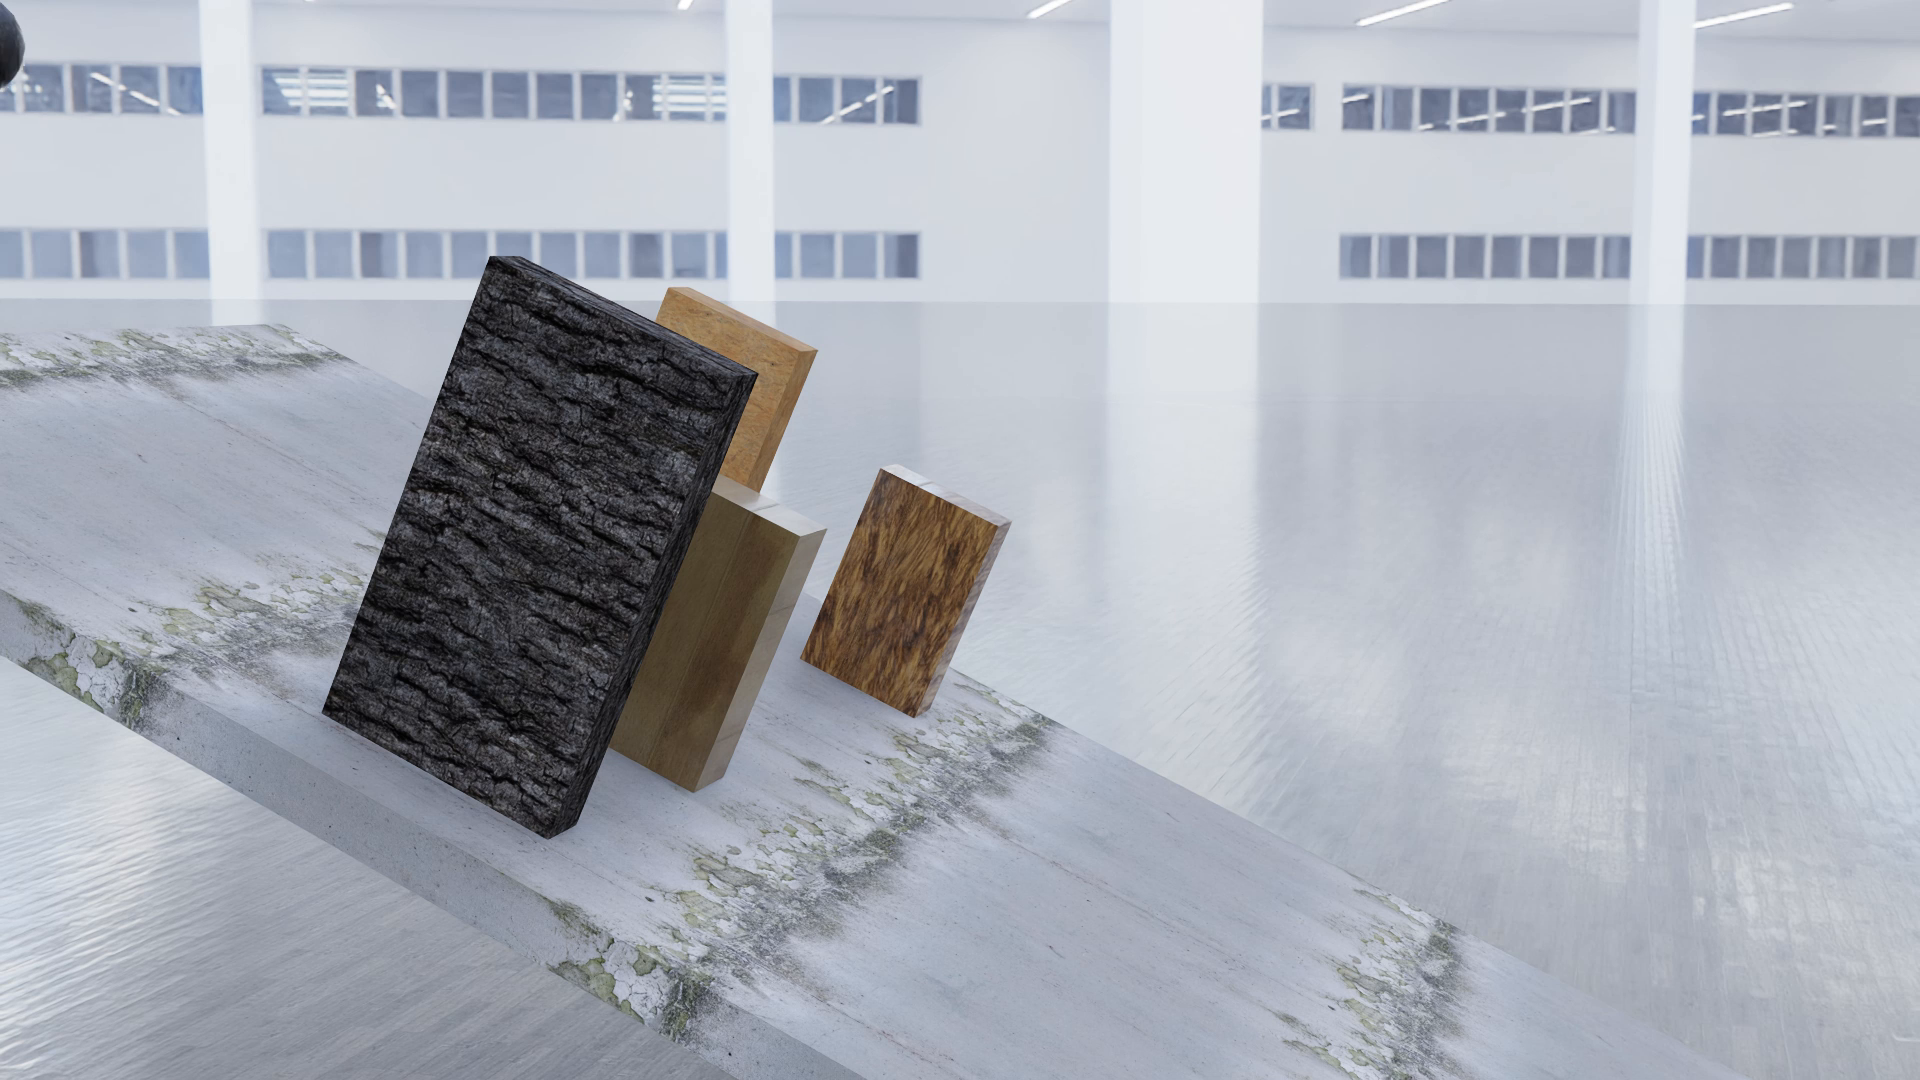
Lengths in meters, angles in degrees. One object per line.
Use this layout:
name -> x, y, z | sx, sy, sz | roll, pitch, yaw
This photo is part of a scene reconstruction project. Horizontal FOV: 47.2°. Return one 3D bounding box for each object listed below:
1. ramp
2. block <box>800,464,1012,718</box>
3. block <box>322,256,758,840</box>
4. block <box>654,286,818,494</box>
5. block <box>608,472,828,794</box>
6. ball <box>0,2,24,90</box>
ramp -> -0.280, 0.483, 4.179 | 4.000, 0.100, 2.000 | 27, 13, 13
block -> -0.117, 0.108, 4.708 | 0.284, 0.457, 0.109 | 27, 13, 13
block -> -0.662, 0.012, 3.416 | 0.434, 0.791, 0.097 | 27, 13, 13
block -> -0.561, -0.140, 4.445 | 0.306, 0.673, 0.098 | 27, 13, 13
block -> -0.454, 0.155, 3.850 | 0.247, 0.499, 0.132 | 27, 13, 13
ball -> -1.860, -0.931, 4.119 | 0.199, 0.199, 0.199 | 0, 7, 0
